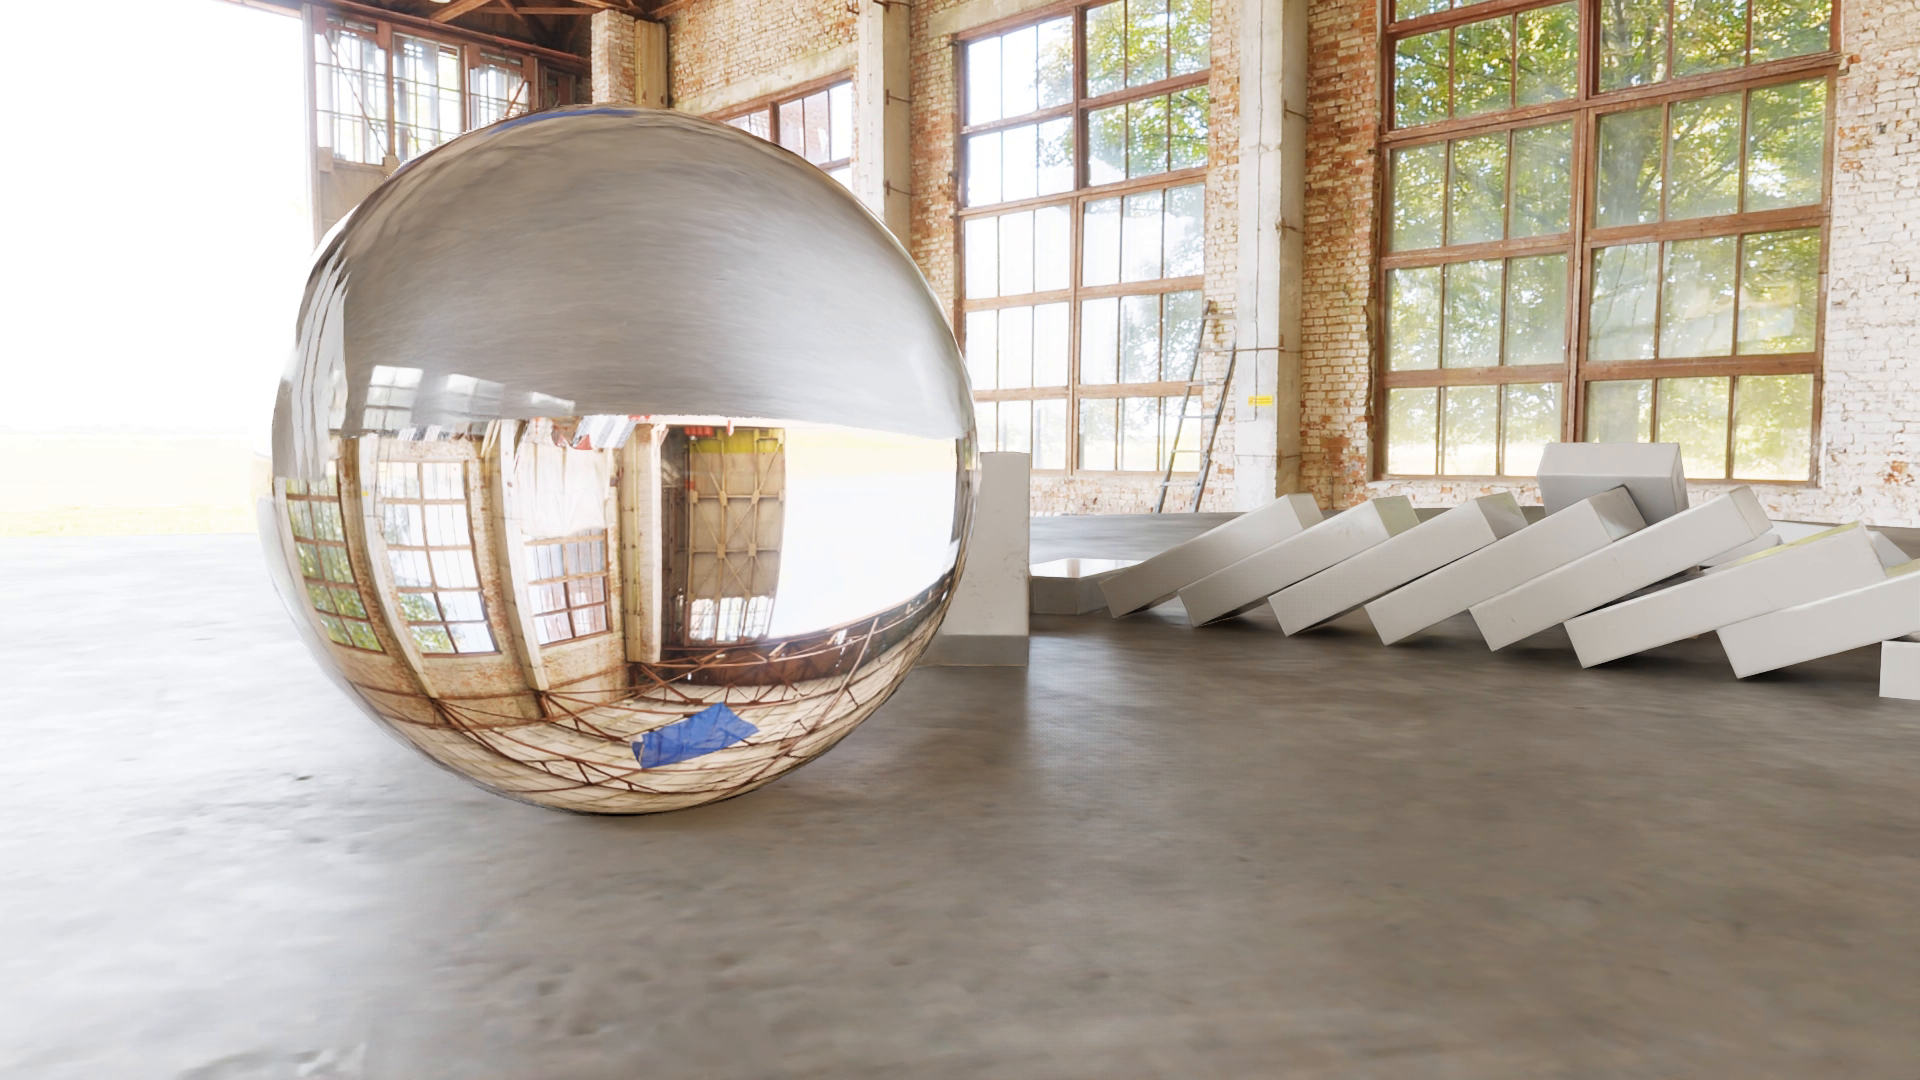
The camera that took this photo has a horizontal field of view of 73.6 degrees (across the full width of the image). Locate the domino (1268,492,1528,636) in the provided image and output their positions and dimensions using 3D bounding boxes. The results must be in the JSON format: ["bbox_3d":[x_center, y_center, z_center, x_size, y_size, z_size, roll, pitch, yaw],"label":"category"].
[{"bbox_3d":[0.095,0.005,0.279,0.050,0.009,0.025,-32,-15,36],"label":"domino"}]

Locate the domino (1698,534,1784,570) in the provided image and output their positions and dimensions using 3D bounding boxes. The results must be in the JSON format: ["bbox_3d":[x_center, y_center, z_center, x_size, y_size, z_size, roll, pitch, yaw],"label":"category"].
[{"bbox_3d":[0.180,0.008,0.321,0.025,0.010,0.050,38,-20,-34],"label":"domino"}]

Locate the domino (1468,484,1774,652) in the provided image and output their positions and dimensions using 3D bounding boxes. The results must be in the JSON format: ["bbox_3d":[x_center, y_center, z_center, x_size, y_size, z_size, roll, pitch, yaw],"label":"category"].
[{"bbox_3d":[0.128,0.006,0.249,0.050,0.009,0.025,-33,-15,36],"label":"domino"}]

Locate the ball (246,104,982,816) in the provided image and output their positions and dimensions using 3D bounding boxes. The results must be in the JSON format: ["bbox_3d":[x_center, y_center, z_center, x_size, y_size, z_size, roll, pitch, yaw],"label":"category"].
[{"bbox_3d":[-0.037,-0.009,0.150,0.080,0.080,0.080,0,4,0],"label":"ball"}]

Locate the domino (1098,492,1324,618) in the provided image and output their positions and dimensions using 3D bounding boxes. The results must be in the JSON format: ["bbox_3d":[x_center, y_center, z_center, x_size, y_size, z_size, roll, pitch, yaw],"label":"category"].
[{"bbox_3d":[0.061,0.004,0.309,0.050,0.009,0.025,-27,-10,26],"label":"domino"}]

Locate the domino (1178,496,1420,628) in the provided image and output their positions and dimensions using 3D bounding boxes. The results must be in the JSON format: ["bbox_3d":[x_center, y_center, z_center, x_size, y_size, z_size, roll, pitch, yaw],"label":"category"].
[{"bbox_3d":[0.078,0.005,0.295,0.050,0.009,0.025,-29,-13,34],"label":"domino"}]

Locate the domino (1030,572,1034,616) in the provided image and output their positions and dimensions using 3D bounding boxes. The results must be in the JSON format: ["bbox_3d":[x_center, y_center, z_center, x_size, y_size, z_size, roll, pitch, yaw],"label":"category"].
[{"bbox_3d":[0.003,0.004,0.324,0.025,0.009,0.050,-5,24,-2],"label":"domino"}]

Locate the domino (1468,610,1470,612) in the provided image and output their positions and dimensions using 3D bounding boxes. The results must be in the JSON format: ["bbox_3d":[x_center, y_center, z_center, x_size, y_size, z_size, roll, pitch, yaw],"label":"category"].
[{"bbox_3d":[0.147,0.010,0.312,0.050,0.010,0.025,1,-18,13],"label":"domino"}]

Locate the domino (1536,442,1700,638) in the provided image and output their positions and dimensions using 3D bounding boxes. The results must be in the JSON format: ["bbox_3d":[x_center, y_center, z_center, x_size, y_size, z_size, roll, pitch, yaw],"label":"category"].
[{"bbox_3d":[0.143,0.000,0.276,0.025,0.050,0.010,4,49,40],"label":"domino"}]

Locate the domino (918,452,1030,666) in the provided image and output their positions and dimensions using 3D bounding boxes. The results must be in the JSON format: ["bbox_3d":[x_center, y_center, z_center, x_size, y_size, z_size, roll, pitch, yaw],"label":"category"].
[{"bbox_3d":[0.002,0.003,0.260,0.025,0.009,0.050,0,46,3],"label":"domino"}]

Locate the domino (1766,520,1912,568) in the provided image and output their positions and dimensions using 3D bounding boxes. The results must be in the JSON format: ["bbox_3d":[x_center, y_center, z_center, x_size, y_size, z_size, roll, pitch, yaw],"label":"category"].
[{"bbox_3d":[0.209,0.008,0.306,0.025,0.009,0.050,40,5,-1],"label":"domino"}]

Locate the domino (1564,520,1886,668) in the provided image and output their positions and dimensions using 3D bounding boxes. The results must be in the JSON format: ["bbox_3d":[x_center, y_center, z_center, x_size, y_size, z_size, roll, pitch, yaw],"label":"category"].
[{"bbox_3d":[0.142,0.010,0.240,0.050,0.009,0.025,-26,-11,34],"label":"domino"}]

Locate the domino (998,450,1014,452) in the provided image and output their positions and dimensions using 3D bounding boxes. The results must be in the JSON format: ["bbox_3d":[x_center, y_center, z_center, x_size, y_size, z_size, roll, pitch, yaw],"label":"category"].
[{"bbox_3d":[0.000,0.000,0.289,0.025,0.009,0.050,0,46,2],"label":"domino"}]

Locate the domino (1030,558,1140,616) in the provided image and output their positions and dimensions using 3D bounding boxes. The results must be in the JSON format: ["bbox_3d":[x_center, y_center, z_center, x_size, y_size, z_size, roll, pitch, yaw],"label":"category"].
[{"bbox_3d":[0.031,0.012,0.345,0.025,0.009,0.050,2,5,29],"label":"domino"}]

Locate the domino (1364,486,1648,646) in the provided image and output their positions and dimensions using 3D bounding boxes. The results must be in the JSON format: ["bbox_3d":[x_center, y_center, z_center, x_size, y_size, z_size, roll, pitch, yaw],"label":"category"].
[{"bbox_3d":[0.112,0.006,0.264,0.025,0.009,0.050,-10,-18,-48],"label":"domino"}]

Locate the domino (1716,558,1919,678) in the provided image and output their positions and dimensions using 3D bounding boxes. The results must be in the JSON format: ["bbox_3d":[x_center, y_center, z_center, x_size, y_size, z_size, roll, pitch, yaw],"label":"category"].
[{"bbox_3d":[0.163,0.010,0.223,0.050,0.009,0.025,-27,-13,41],"label":"domino"}]

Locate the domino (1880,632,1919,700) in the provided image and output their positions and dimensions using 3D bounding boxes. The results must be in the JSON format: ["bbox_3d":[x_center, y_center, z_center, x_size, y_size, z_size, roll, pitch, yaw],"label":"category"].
[{"bbox_3d":[0.183,0.022,0.212,0.050,0.010,0.025,3,5,36],"label":"domino"}]
